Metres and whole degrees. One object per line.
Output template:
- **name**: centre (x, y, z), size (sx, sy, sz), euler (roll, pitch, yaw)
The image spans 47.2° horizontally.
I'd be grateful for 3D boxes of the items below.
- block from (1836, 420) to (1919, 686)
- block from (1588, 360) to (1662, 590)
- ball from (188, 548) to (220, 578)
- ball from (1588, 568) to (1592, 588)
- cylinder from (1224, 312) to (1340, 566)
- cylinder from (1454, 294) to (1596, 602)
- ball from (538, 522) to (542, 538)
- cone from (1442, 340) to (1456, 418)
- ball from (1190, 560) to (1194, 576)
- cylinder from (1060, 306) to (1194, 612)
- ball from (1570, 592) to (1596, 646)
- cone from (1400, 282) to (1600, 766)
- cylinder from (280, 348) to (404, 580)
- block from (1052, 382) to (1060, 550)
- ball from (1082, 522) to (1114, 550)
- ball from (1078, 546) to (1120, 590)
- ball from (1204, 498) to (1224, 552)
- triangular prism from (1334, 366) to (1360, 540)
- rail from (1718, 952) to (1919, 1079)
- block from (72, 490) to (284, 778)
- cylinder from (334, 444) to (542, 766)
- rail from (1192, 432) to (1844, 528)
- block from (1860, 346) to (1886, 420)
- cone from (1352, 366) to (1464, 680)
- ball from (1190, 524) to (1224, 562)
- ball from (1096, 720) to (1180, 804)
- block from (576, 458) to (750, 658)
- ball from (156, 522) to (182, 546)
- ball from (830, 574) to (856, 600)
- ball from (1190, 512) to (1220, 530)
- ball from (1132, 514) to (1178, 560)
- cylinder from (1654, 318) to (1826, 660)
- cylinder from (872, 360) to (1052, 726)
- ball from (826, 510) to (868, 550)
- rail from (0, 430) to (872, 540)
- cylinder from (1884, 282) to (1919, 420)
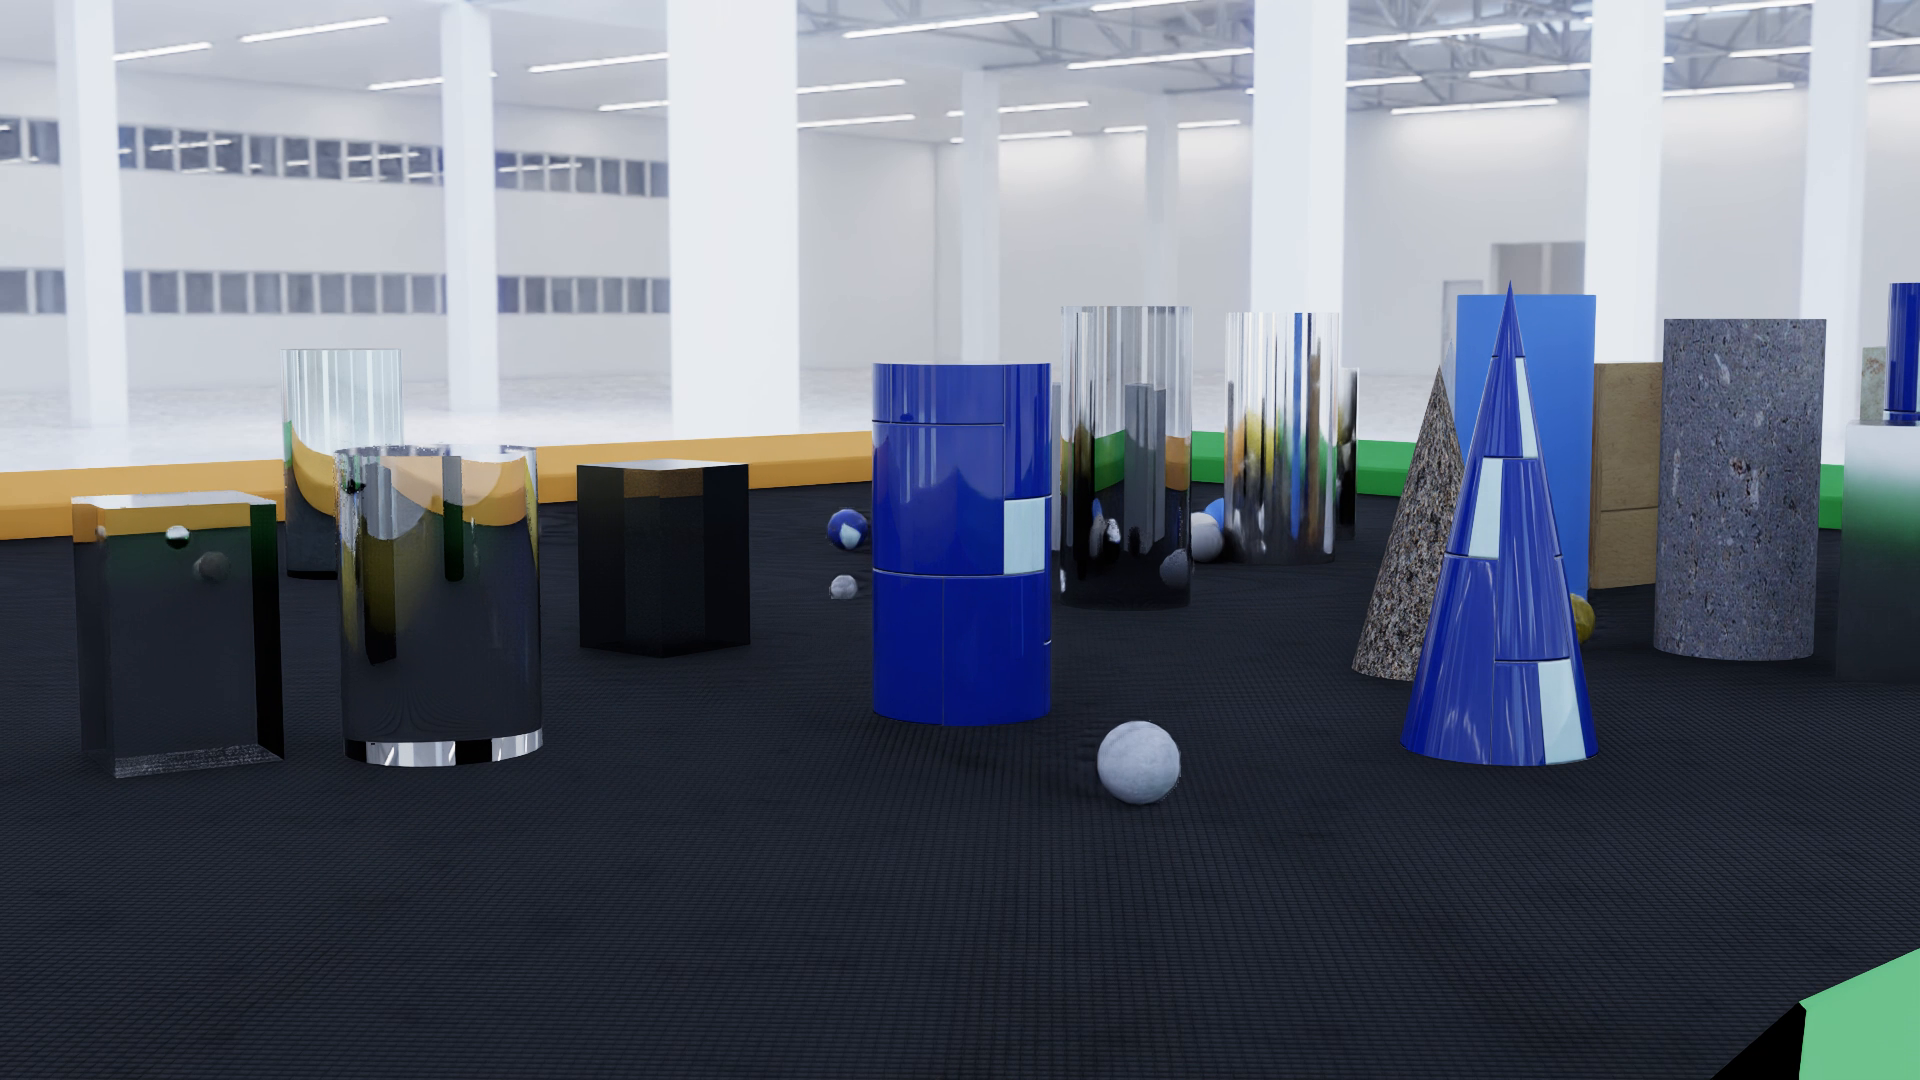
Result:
- **block**: centre (1.165, 0.012, 2.687), size (0.160, 0.309, 0.160), euler (3, 6, 24)
- **block**: centre (1.048, -0.113, 3.626), size (0.160, 0.362, 0.160), euler (-4, 7, -34)
- **ball**: centre (-1.262, 0.038, 3.674), size (0.052, 0.052, 0.052), euler (0, 6, 0)
- **ball**: centre (0.950, 0.059, 3.420), size (0.064, 0.064, 0.064), euler (0, 6, 0)
- **cylinder**: centre (0.574, -0.185, 3.936), size (0.200, 0.442, 0.200), euler (0, 6, 0)
- **cylinder**: centre (0.839, -0.130, 3.283), size (0.200, 0.468, 0.200), euler (0, 6, 0)
- **ball**: centre (-0.832, -0.020, 4.226), size (0.054, 0.054, 0.054), euler (0, 6, 0)
- **cone**: centre (0.888, -0.169, 3.992), size (0.200, 0.399, 0.200), euler (0, 6, 0)
- **ball**: centre (0.369, 0.045, 3.662), size (0.040, 0.040, 0.040), euler (0, 6, 0)
- **cylinder**: centre (0.253, -0.129, 3.350), size (0.200, 0.452, 0.200), euler (0, 6, 0)
- **ball**: centre (0.797, 0.107, 2.897), size (0.077, 0.077, 0.077), euler (0, 6, 0)
- **cone**: centre (0.553, -0.025, 2.236), size (0.200, 0.477, 0.200), euler (0, 6, 0)
- **cylinder**: centre (-1.045, -0.133, 3.733), size (0.200, 0.380, 0.200), euler (0, 6, 0)
- **block**: centre (0.215, -0.144, 4.196), size (0.160, 0.308, 0.160), euler (-3, 7, -26)
- **ball**: centre (0.253, -0.004, 4.047), size (0.058, 0.058, 0.058), euler (0, 6, 0)
- **ball**: centre (0.222, 0.045, 3.534), size (0.068, 0.068, 0.068), euler (0, 6, 0)
- **ball**: centre (0.496, -0.029, 4.085), size (0.100, 0.100, 0.100), euler (0, 6, 0)
- **triangular prism**: centre (0.686, -0.175, 4.349), size (0.173, 0.336, 0.150), euler (0, 6, 0)
- **rail**: centre (1.326, 0.183, 1.902), size (4.249, 0.130, 0.045), euler (-5, 8, -42)
- **block**: centre (-0.783, 0.088, 2.199), size (0.160, 0.259, 0.160), euler (-4, 7, -32)
- **cylinder**: centre (-0.530, 0.060, 2.241), size (0.200, 0.305, 0.200), euler (0, 6, 0)
- **rail**: centre (1.544, -0.114, 4.749), size (0.045, 0.130, 3.958), euler (-5, 8, -42)
- **block**: centre (1.551, -0.118, 3.555), size (0.160, 0.387, 0.160), euler (4, 7, 32)
- **cone**: centre (0.590, -0.028, 2.726), size (0.200, 0.380, 0.200), euler (0, 6, 0)
- **ball**: centre (0.435, 0.006, 3.909), size (0.067, 0.067, 0.067), euler (0, 6, 0)
- **ball**: centre (0.162, 0.202, 1.991), size (0.076, 0.076, 0.076), euler (0, 6, 0)
- **block**: centre (-0.394, 0.020, 2.927), size (0.160, 0.243, 0.160), euler (5, 8, 39)
- **ball**: centre (-1.504, -0.012, 4.185), size (0.046, 0.046, 0.046), euler (0, 6, 0)
- **ball**: centre (-0.179, 0.073, 3.393), size (0.041, 0.041, 0.041), euler (0, 6, 0)
- **ball**: centre (0.430, -0.009, 3.983), size (0.083, 0.083, 0.083), euler (0, 6, 0)
- **ball**: centre (0.350, -0.004, 3.942), size (0.081, 0.081, 0.081), euler (0, 6, 0)
- **cylinder**: centre (1.022, -0.072, 2.887), size (0.200, 0.434, 0.200), euler (0, 6, 0)
- **cylinder**: centre (0.002, -0.003, 2.447), size (0.200, 0.388, 0.200), euler (0, 6, 0)
- **ball**: centre (-0.209, -0.019, 4.099), size (0.077, 0.077, 0.077), euler (0, 6, 0)
- **rail**: centre (-1.326, -0.115, 4.761), size (4.249, 0.130, 0.045), euler (-5, 8, -42)
- **cylinder**: centre (1.422, -0.123, 3.136), size (0.200, 0.484, 0.200), euler (0, 6, 0)
